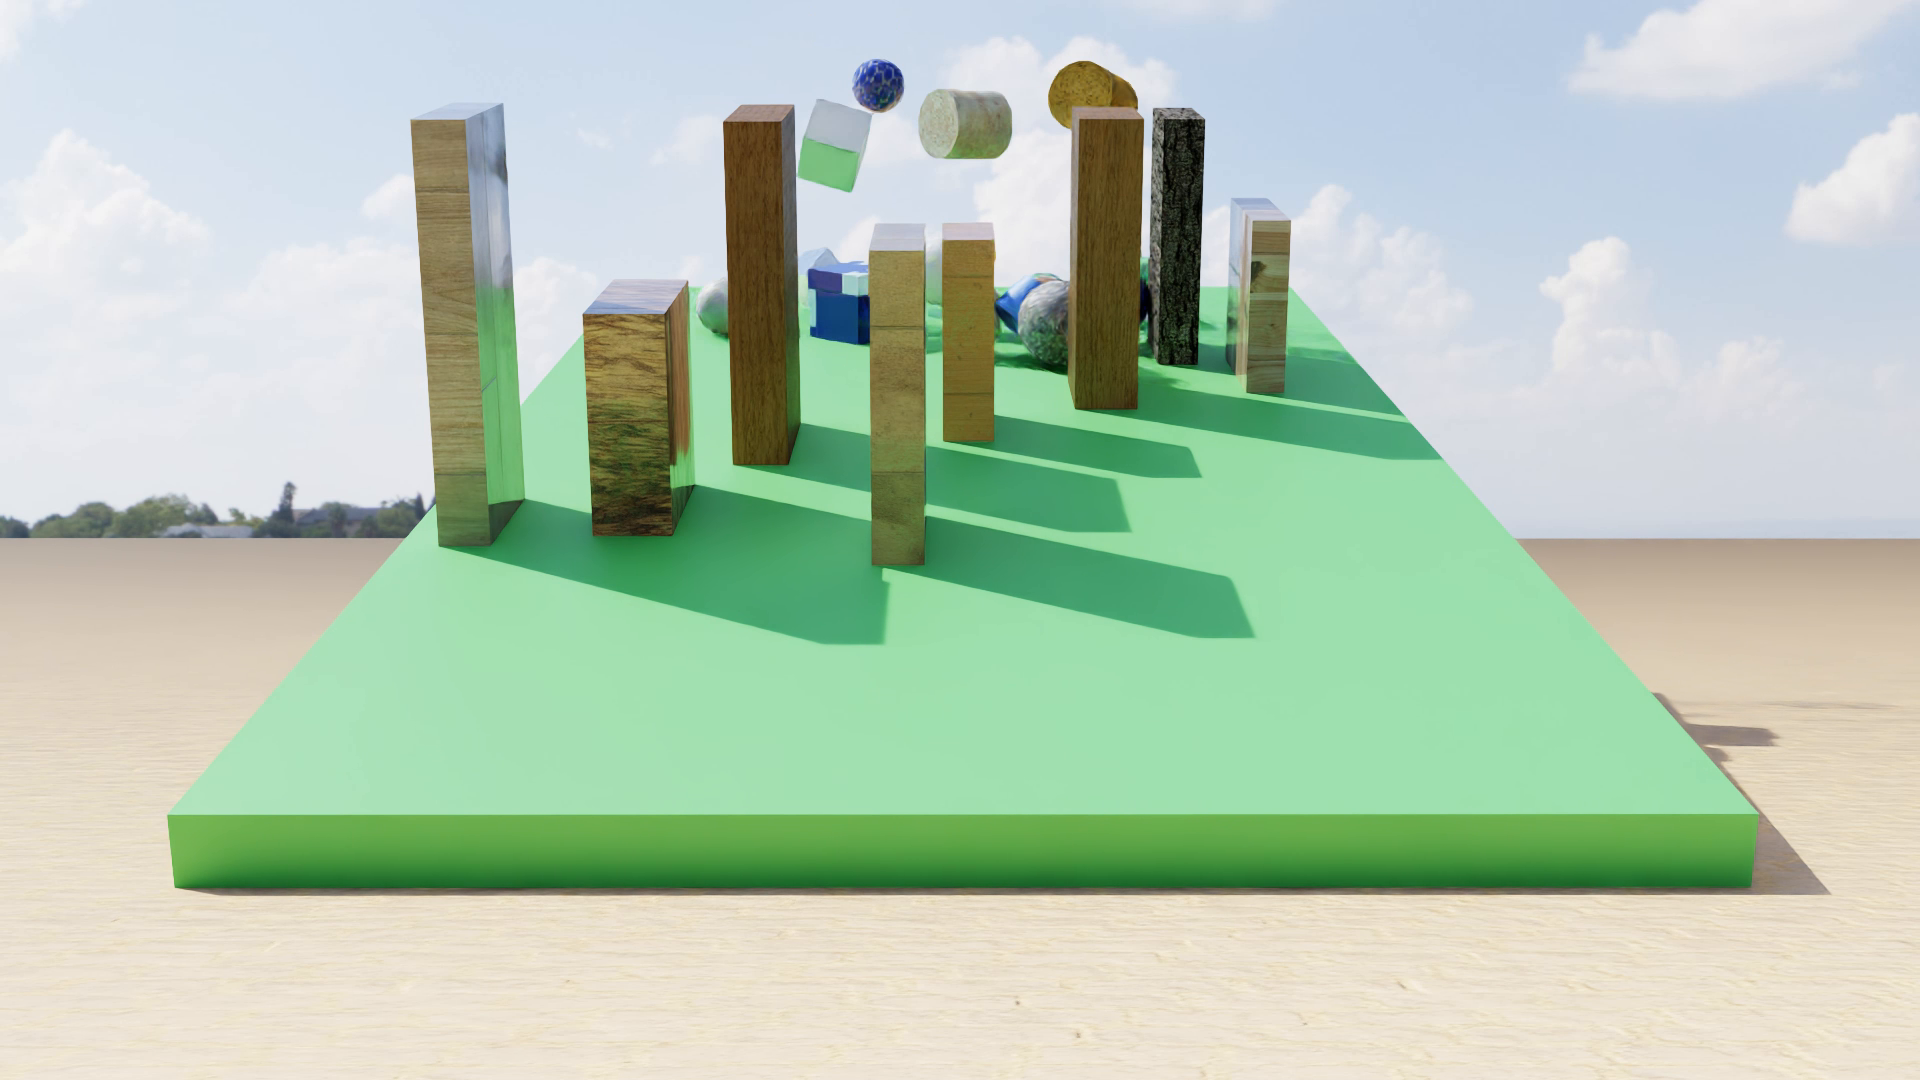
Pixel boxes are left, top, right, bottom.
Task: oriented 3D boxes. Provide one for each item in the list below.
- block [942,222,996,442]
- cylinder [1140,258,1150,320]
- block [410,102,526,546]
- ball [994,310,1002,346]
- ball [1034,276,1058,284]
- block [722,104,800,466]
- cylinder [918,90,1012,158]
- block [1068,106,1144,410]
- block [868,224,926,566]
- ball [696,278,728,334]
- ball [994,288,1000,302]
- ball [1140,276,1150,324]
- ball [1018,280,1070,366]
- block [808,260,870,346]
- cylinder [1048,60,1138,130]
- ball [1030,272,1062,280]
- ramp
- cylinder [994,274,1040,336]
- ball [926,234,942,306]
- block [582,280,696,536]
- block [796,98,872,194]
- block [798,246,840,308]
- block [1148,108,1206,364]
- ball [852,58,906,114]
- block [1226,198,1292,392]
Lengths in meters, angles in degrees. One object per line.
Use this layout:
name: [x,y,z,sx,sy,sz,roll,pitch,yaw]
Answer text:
block: [0.018,-0.453,4.771,0.109,0.430,0.263,0,16,0]
cylinder: [0.447,-0.692,6.071,0.172,0.172,0.172,2,1,8]
block: [-0.882,-0.395,3.986,0.093,0.750,0.332,0,16,0]
ball: [0.037,-0.540,5.602,0.138,0.138,0.138,0,0,0]
ball: [0.215,-0.600,5.731,0.172,0.172,0.172,0,0,0]
block: [-0.407,-0.539,4.593,0.114,0.692,0.387,0,16,0]
cylinder: [0.015,-1.169,6.209,0.190,0.190,0.190,-7,4,-36]
block: [0.331,-0.652,5.066,0.142,0.649,0.316,0,16,0]
block: [-0.107,-0.264,3.902,0.091,0.546,0.327,0,16,0]
ball: [-0.625,-0.621,5.860,0.150,0.150,0.150,0,0,0]
ball: [0.045,-0.616,5.864,0.141,0.141,0.141,0,0,0]
ball: [0.395,-0.620,5.714,0.193,0.193,0.193,0,0,0]
ball: [0.247,-0.538,5.458,0.209,0.209,0.209,0,0,0]
block: [-0.270,-0.627,5.826,0.181,0.181,0.181,14,21,40]
cylinder: [0.353,-1.158,5.842,0.182,0.182,0.182,0,-1,26]
ball: [0.227,-0.658,6.003,0.143,0.143,0.143,0,0,0]
ramp: [-0.002,-0.160,4.709,2.000,0.100,4.000,0,16,0]
cylinder: [0.163,-0.594,5.584,0.112,0.112,0.112,-43,8,-9]
ball: [-0.043,-0.687,5.622,0.182,0.182,0.182,0,0,0]
block: [-0.593,-0.254,4.119,0.144,0.406,0.373,0,16,0]
block: [-0.360,-1.132,6.333,0.165,0.165,0.165,16,-35,-1]
block: [-0.402,-0.734,6.180,0.114,0.114,0.114,-2,-45,50]
block: [0.542,-0.769,5.560,0.099,0.603,0.316,0,16,0]
ball: [-0.237,-1.319,6.408,0.155,0.155,0.155,0,0,0]
block: [0.715,-0.595,5.315,0.089,0.404,0.409,0,16,0]
